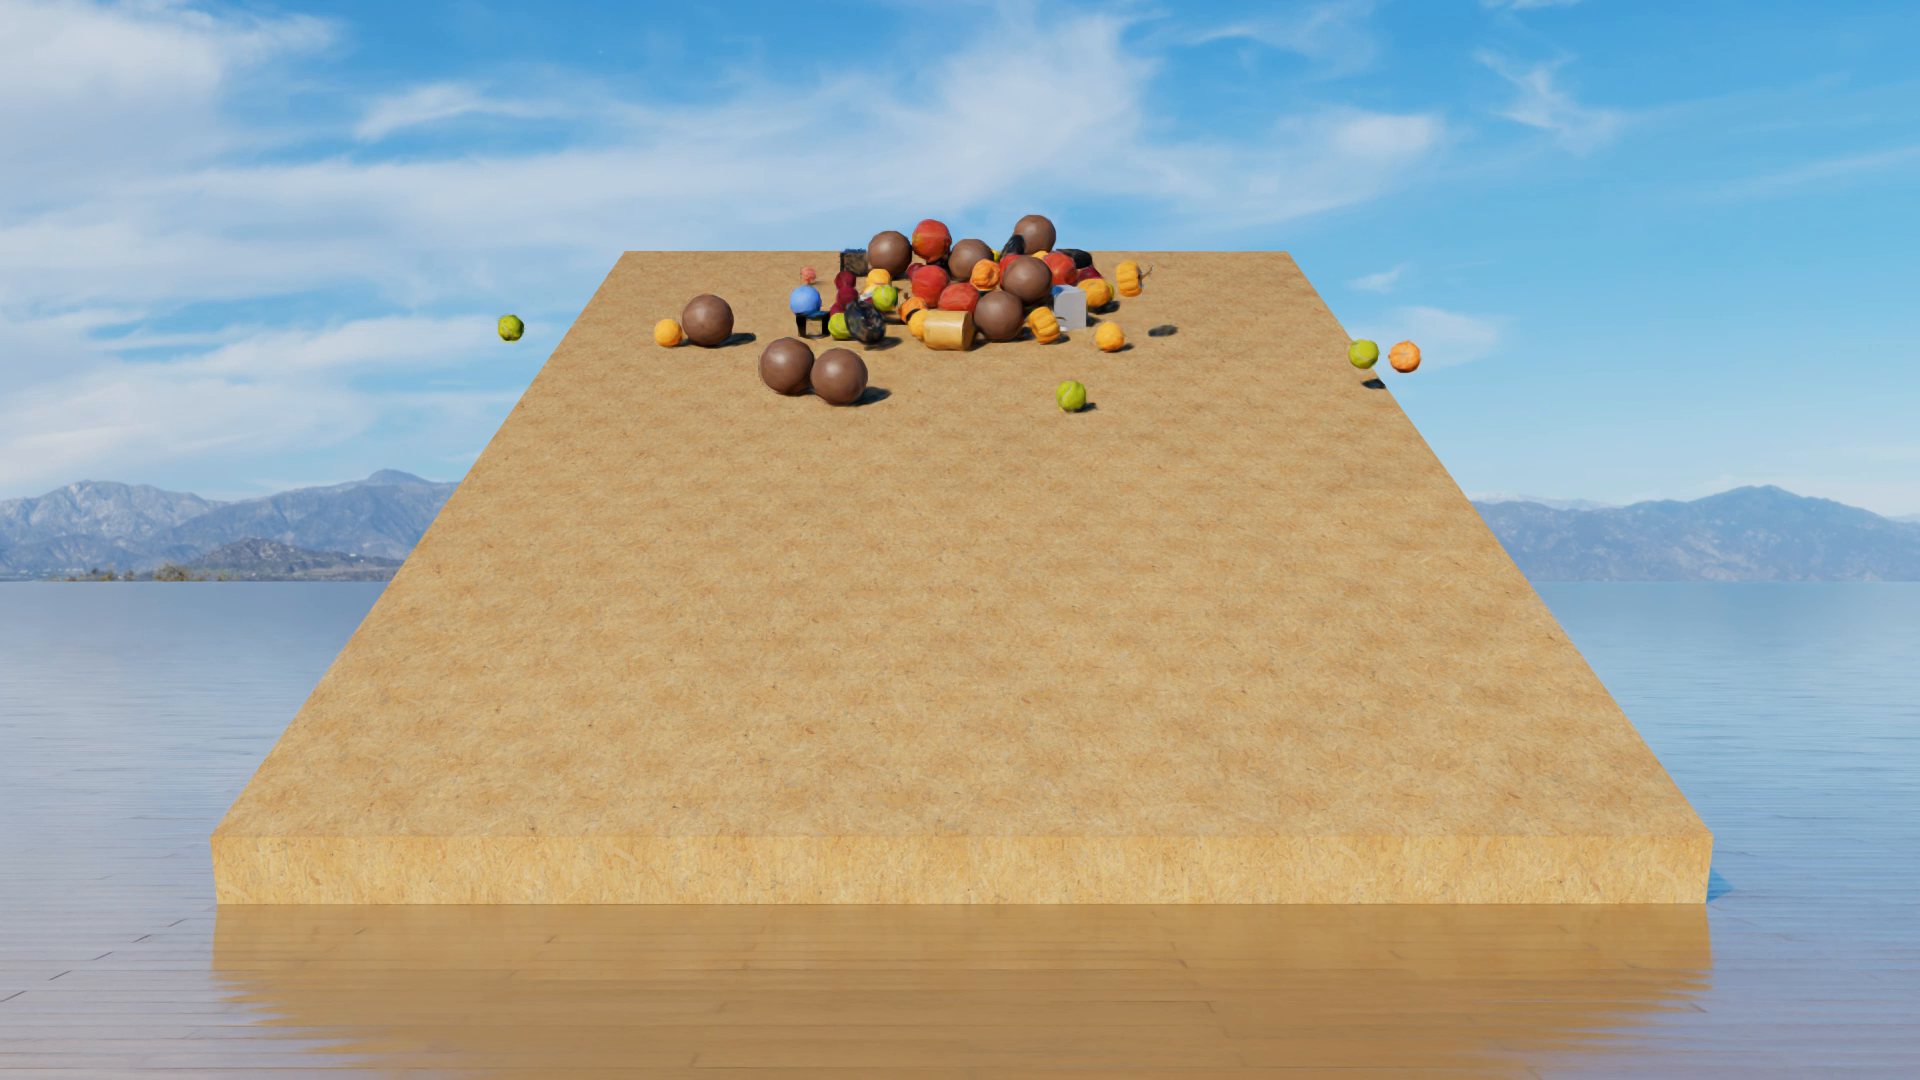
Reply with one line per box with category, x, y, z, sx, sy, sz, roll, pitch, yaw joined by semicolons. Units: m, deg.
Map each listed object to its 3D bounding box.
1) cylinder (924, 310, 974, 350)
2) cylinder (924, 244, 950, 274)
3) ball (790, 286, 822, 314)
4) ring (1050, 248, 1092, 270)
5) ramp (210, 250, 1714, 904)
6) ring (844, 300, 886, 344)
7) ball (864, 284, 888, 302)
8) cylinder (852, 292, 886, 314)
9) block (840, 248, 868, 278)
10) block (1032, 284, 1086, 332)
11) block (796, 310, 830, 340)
cylinder;-0.028;-0.522;5.572;0.098;0.098;0.098;5;1;16
cylinder;-0.065;-0.812;6.473;0.072;0.072;0.072;-2;23;1
ball;-0.407;-0.626;5.902;0.085;0.085;0.085;0;-1;0
ring;0.326;-0.822;6.555;0.125;0.042;0.125;5;20;-2
ramp;-0.004;-0.192;4.897;2.000;0.100;4.000;0;18;0
ring;-0.235;-0.538;5.555;0.121;0.121;0.040;1;-23;-45
ball;-0.226;-0.647;5.994;0.068;0.068;0.068;0;-1;0
cylinder;-0.241;-0.618;5.912;0.065;0.065;0.065;-1;15;36
block;-0.302;-0.794;6.435;0.066;0.066;0.066;4;19;12
block;0.256;-0.600;5.805;0.099;0.099;0.099;-11;21;-29
block;-0.371;-0.548;5.706;0.061;0.061;0.061;18;25;42
